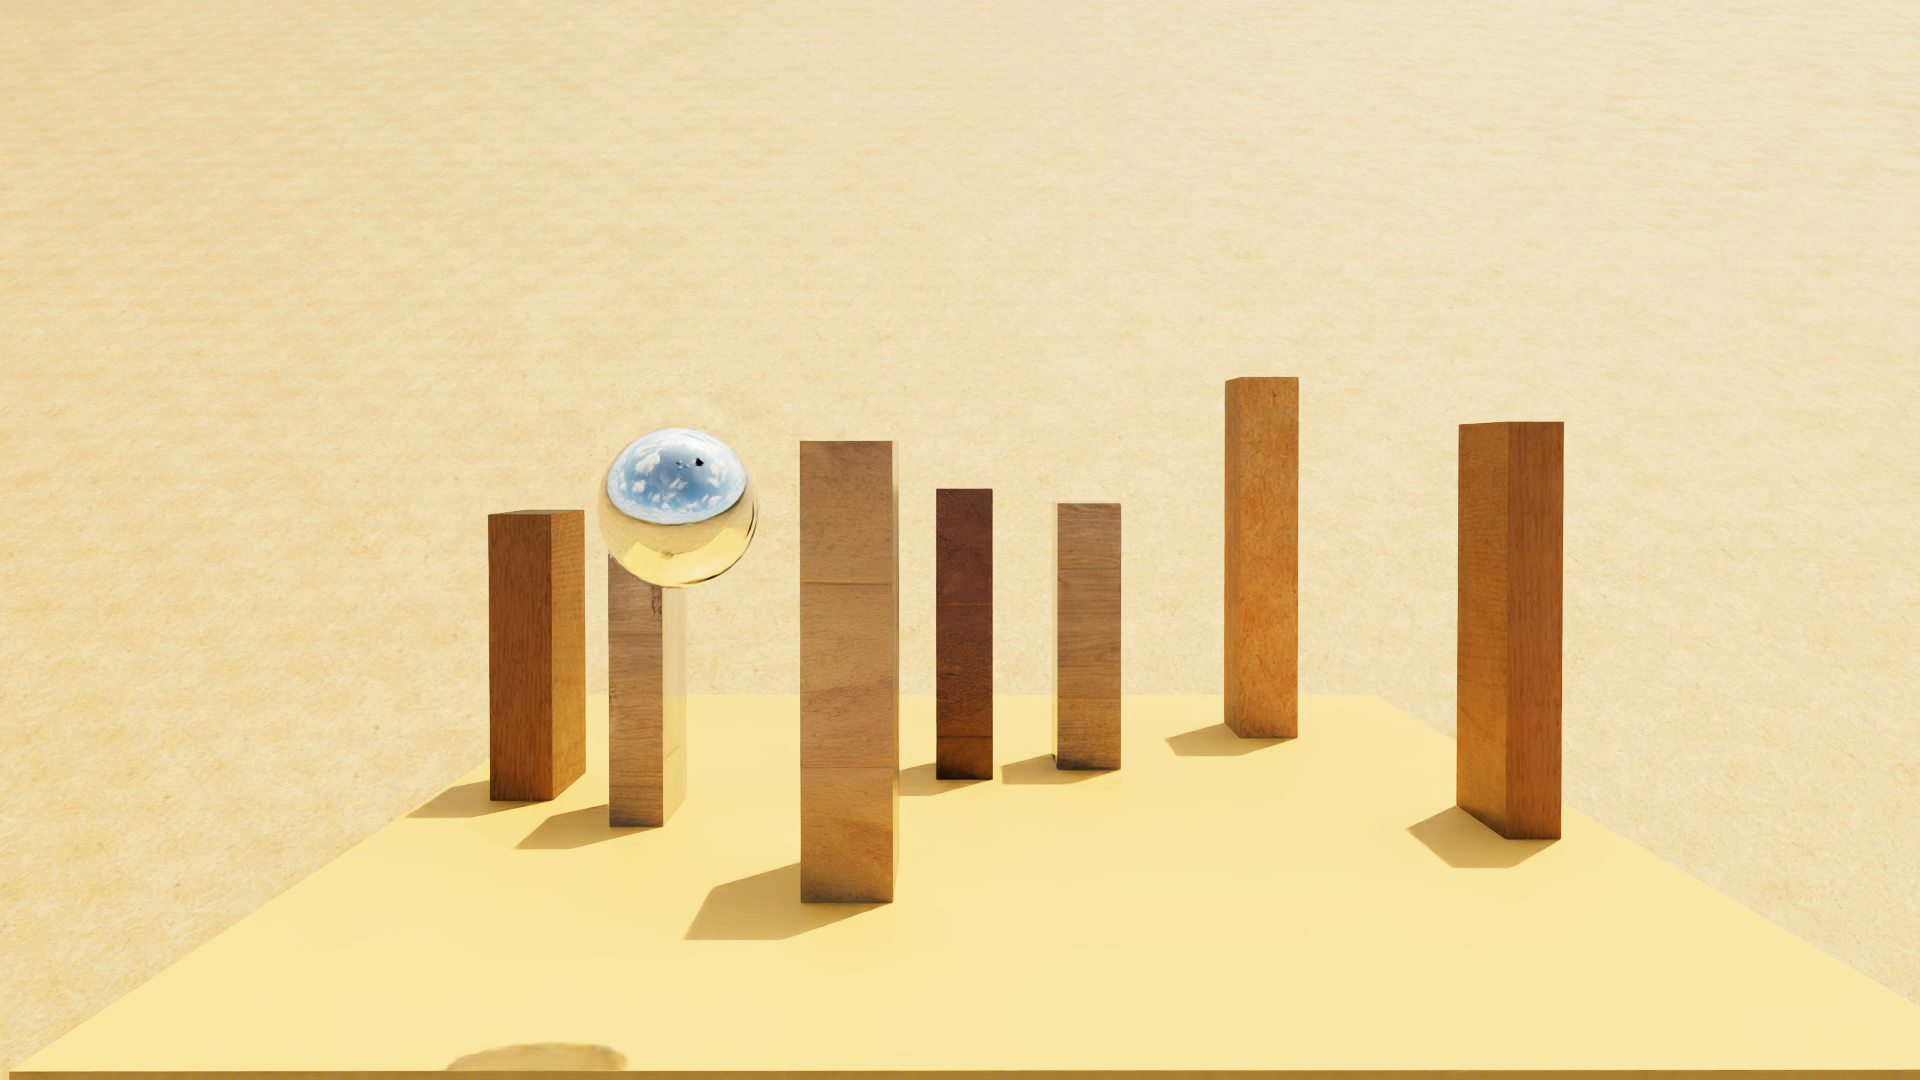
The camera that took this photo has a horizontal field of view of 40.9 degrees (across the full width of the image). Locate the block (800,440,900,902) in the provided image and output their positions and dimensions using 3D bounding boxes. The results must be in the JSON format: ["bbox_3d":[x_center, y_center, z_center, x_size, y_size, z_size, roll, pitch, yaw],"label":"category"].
[{"bbox_3d":[-0.154,0.173,3.694,0.126,0.628,0.400,0,2,0],"label":"block"}]

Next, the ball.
[{"bbox_3d":[-0.306,-0.036,2.798,0.176,0.176,0.176,0,25,0],"label":"ball"}]

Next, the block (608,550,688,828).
[{"bbox_3d":[-0.531,0.185,4.398,0.089,0.559,0.371,0,2,0],"label":"block"}]

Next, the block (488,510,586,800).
[{"bbox_3d":[-0.774,0.201,4.739,0.111,0.505,0.409,0,2,0],"label":"block"}]

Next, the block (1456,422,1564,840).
[{"bbox_3d":[0.908,0.137,4.271,0.088,0.661,0.403,0,2,0],"label":"block"}]

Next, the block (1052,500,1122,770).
[{"bbox_3d":[0.249,0.182,5.118,0.124,0.516,0.285,0,2,0],"label":"block"}]

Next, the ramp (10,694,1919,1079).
[{"bbox_3d":[0.056,0.509,4.552,2.000,0.100,4.000,0,2,0],"label":"ramp"}]

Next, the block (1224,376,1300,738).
[{"bbox_3d":[0.663,0.033,5.692,0.125,0.776,0.327,0,2,0],"label":"block"}]

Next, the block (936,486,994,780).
[{"bbox_3d":[0.008,0.172,4.973,0.107,0.547,0.294,0,2,0],"label":"block"}]
